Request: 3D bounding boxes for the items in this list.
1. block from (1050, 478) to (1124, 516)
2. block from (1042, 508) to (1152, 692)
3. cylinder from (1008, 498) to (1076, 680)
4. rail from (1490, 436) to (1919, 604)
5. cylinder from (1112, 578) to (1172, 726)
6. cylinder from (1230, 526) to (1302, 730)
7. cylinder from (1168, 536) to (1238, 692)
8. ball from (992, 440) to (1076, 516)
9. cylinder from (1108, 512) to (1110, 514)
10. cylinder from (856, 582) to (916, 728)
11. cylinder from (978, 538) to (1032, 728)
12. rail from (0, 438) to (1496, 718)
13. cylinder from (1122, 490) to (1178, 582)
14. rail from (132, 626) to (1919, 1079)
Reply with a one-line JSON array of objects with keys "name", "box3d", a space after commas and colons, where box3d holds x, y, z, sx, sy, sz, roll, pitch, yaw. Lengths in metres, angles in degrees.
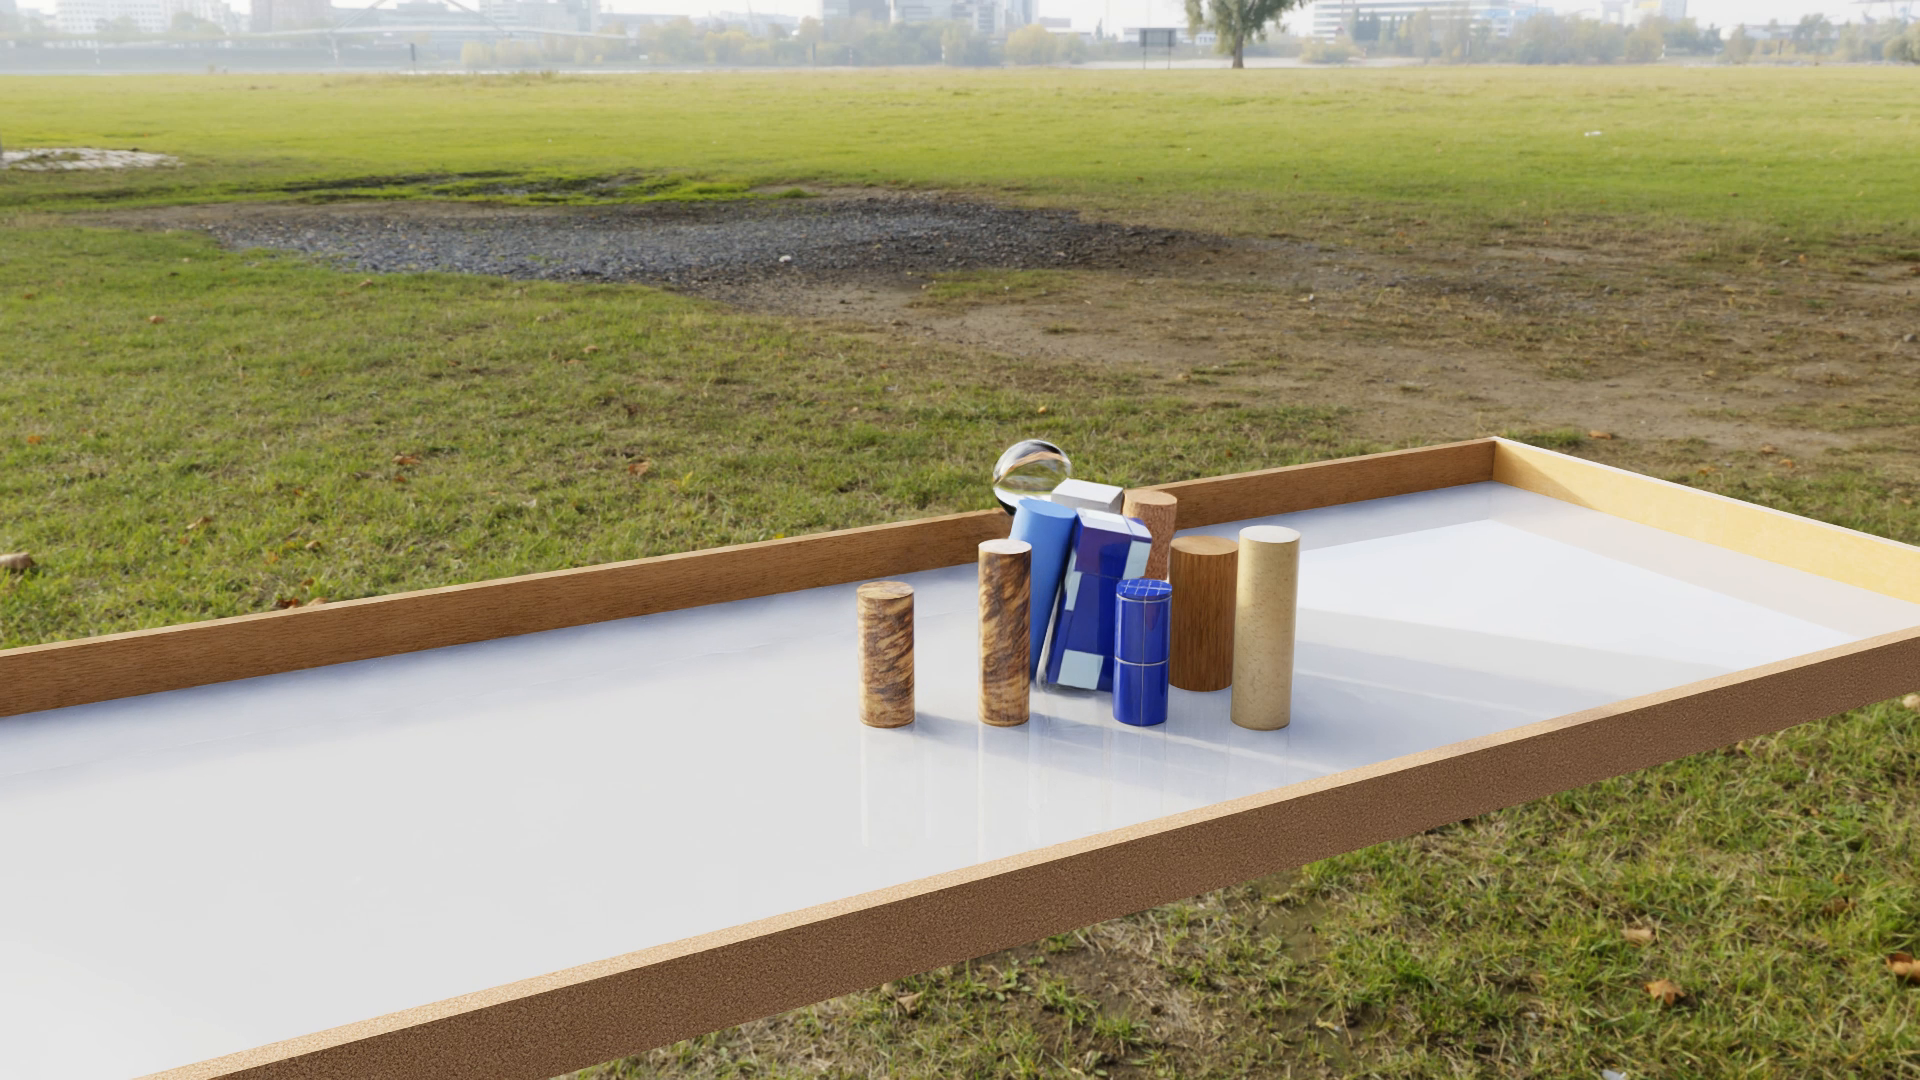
[{"name": "block", "box3d": [0.335, 0.031, 4.594, 0.165, 0.355, 0.165, 11, 19, 16]}, {"name": "block", "box3d": [0.336, 0.148, 4.087, 0.171, 0.405, 0.171, 10, 16, -6]}, {"name": "cylinder", "box3d": [0.168, 0.125, 4.124, 0.148, 0.433, 0.148, 12, 15, -3]}, {"name": "rail", "box3d": [2.466, -0.048, 5.253, 0.050, 0.150, 2.100, -9, 18, -27]}, {"name": "cylinder", "box3d": [0.429, 0.264, 3.882, 0.131, 0.323, 0.131, 0, 16, 0]}, {"name": "cylinder", "box3d": [0.711, 0.206, 3.844, 0.140, 0.458, 0.140, 0, 16, 0]}, {"name": "cylinder", "box3d": [0.602, 0.182, 4.110, 0.169, 0.353, 0.169, 0, 16, 0]}, {"name": "ball", "box3d": [0.220, -0.175, 4.885, 0.246, 0.246, 0.246, 0, 16, 0]}, {"name": "cylinder", "box3d": [0.349, 0.104, 4.405, 0.167, 0.331, 0.167, 2, 15, 0]}, {"name": "cylinder", "box3d": [-0.173, 0.269, 3.874, 0.133, 0.319, 0.133, 0, 16, 0]}, {"name": "cylinder", "box3d": [0.104, 0.218, 3.862, 0.123, 0.424, 0.123, 0, 16, 0]}, {"name": "rail", "box3d": [-3.305, 0.497, 3.399, 12.000, 0.150, 0.050, -9, 18, -27]}, {"name": "cylinder", "box3d": [0.474, 0.090, 4.290, 0.135, 0.418, 0.135, 4, 17, -1]}, {"name": "rail", "box3d": [-2.336, 1.006, 1.665, 12.000, 0.150, 0.050, -9, 18, -27]}]
